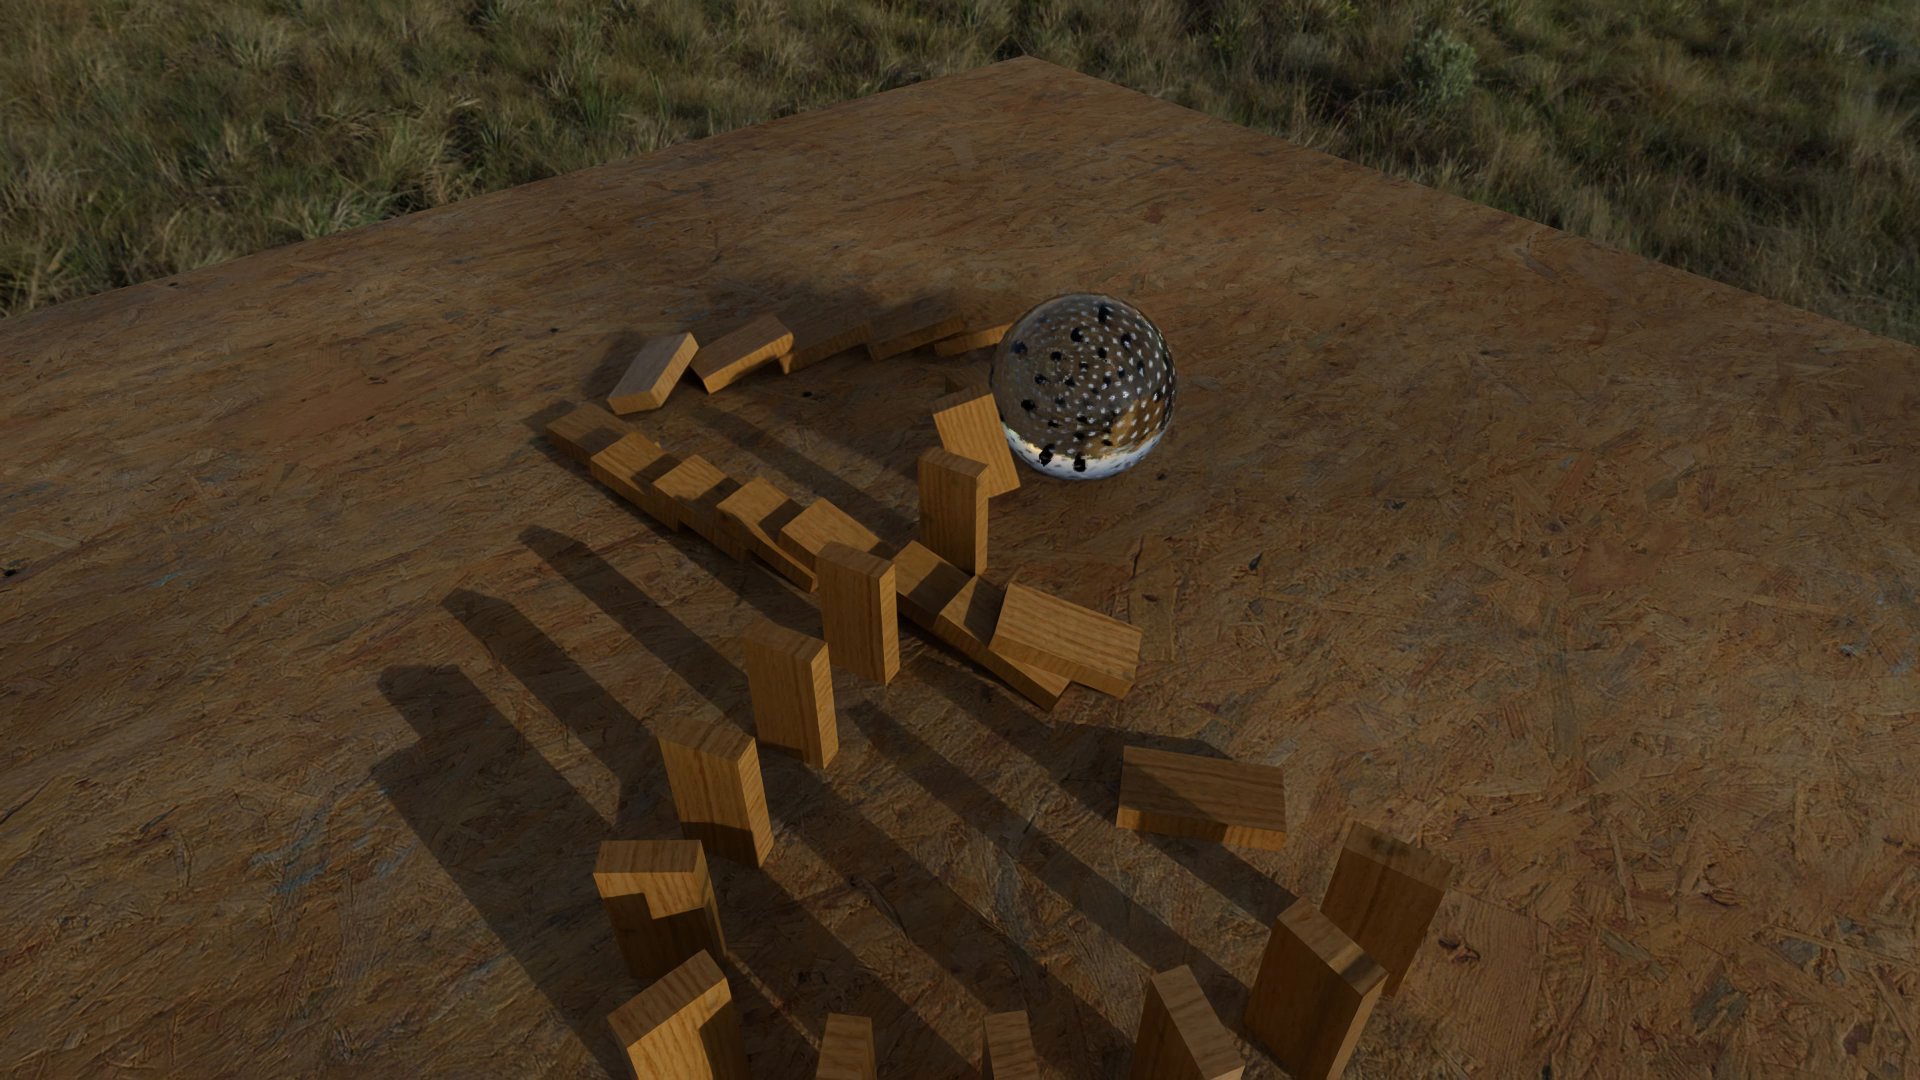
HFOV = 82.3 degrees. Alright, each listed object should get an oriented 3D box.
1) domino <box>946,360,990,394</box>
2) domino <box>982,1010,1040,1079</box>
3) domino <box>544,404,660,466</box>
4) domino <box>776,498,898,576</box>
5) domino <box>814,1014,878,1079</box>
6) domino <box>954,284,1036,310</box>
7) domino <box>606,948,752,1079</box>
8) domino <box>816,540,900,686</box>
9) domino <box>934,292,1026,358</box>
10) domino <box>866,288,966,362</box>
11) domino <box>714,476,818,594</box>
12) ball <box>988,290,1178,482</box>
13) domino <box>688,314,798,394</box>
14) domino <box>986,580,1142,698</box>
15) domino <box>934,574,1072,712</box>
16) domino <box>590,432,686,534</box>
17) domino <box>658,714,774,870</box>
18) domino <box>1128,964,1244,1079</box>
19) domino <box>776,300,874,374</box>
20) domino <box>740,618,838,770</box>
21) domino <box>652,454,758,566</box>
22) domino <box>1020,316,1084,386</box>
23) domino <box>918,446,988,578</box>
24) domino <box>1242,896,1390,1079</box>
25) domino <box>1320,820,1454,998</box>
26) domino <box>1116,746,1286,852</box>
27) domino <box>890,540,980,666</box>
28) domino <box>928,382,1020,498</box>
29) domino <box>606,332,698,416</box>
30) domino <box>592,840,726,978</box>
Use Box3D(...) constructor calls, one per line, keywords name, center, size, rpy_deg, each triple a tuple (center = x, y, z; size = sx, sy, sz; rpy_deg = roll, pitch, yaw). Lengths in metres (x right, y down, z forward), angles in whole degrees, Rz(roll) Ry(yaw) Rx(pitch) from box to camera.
Box3D(name="domino", center=(0.018, -0.068, 0.526), size=(0.025, 0.010, 0.050), rpy_deg=(-25, 45, -27))
Box3D(name="domino", center=(0.012, 0.132, 0.250), size=(0.010, 0.050, 0.025), rpy_deg=(-5, 40, -6))
Box3D(name="domino", center=(-0.161, -0.044, 0.498), size=(0.050, 0.009, 0.025), rpy_deg=(27, 47, 29))
Box3D(name="domino", center=(-0.043, 0.007, 0.423), size=(0.050, 0.010, 0.025), rpy_deg=(36, 49, 12))
Box3D(name="domino", center=(-0.026, 0.132, 0.250), size=(0.009, 0.050, 0.025), rpy_deg=(4, 39, 5))
Box3D(name="domino", center=(0.017, -0.123, 0.594), size=(0.050, 0.010, 0.025), rpy_deg=(20, 44, 23))
Box3D(name="domino", center=(-0.066, 0.122, 0.263), size=(0.025, 0.050, 0.009), rpy_deg=(-29, 47, -31))
Box3D(name="domino", center=(-0.035, 0.026, 0.380), size=(0.025, 0.050, 0.010), rpy_deg=(19, 43, 22))
Box3D(name="domino", center=(0.010, -0.111, 0.569), size=(0.050, 0.009, 0.025), rpy_deg=(-15, 47, 2))
Box3D(name="domino", center=(-0.024, -0.110, 0.565), size=(0.050, 0.010, 0.025), rpy_deg=(-19, 45, 5))
Box3D(name="domino", center=(-0.070, -0.003, 0.436), size=(0.050, 0.010, 0.025), rpy_deg=(35, 49, 13))
Box3D(name="ball", center=(0.052, -0.065, 0.467), size=(0.080, 0.080, 0.080), rpy_deg=(0, 39, 0))
Box3D(name="domino", center=(-0.109, -0.093, 0.548), size=(0.050, 0.009, 0.025), rpy_deg=(-32, 46, -15))
Box3D(name="domino", center=(0.037, 0.034, 0.383), size=(0.050, 0.010, 0.025), rpy_deg=(20, 47, -2))
Box3D(name="domino", center=(0.018, 0.036, 0.388), size=(0.050, 0.010, 0.025), rpy_deg=(35, 48, 12))
Box3D(name="domino", center=(-0.129, -0.025, 0.466), size=(0.050, 0.009, 0.025), rpy_deg=(32, 48, 17))
Box3D(name="domino", center=(-0.070, 0.074, 0.321), size=(0.025, 0.050, 0.010), rpy_deg=(13, 41, 16))
Box3D(name="domino", center=(0.052, 0.125, 0.259), size=(0.010, 0.050, 0.025), rpy_deg=(-13, 41, -16))
Box3D(name="domino", center=(-0.071, -0.104, 0.561), size=(0.050, 0.010, 0.025), rpy_deg=(-25, 44, -8))
Box3D(name="domino", center=(-0.054, 0.050, 0.351), size=(0.025, 0.050, 0.009), rpy_deg=(17, 42, 20))
Box3D(name="domino", center=(-0.098, -0.013, 0.449), size=(0.050, 0.010, 0.025), rpy_deg=(34, 48, 14))
Box3D(name="domino", center=(0.048, -0.097, 0.562), size=(0.025, 0.009, 0.050), rpy_deg=(8, 40, 10))
Box3D(name="domino", center=(-0.003, -0.010, 0.423), size=(0.025, 0.050, 0.010), rpy_deg=(20, 43, 23))
Box3D(name="domino", center=(0.087, 0.114, 0.273), size=(0.009, 0.050, 0.025), rpy_deg=(-26, 46, -28))
Box3D(name="domino", center=(0.110, 0.098, 0.291), size=(0.025, 0.050, 0.010), rpy_deg=(21, 44, 24))
Box3D(name="domino", center=(0.075, 0.081, 0.345), size=(0.050, 0.010, 0.025), rpy_deg=(7, 40, 8))
Box3D(name="domino", center=(-0.005, 0.023, 0.407), size=(0.050, 0.010, 0.025), rpy_deg=(32, 48, 16))
Box3D(name="domino", center=(0.007, -0.039, 0.455), size=(0.025, 0.050, 0.010), rpy_deg=(-20, 41, 1))
Box3D(name="domino", center=(-0.148, -0.081, 0.534), size=(0.025, 0.010, 0.050), rpy_deg=(-6, 41, 21))
Box3D(name="domino", center=(-0.078, 0.099, 0.291), size=(0.025, 0.050, 0.010), rpy_deg=(0, 39, -1))
